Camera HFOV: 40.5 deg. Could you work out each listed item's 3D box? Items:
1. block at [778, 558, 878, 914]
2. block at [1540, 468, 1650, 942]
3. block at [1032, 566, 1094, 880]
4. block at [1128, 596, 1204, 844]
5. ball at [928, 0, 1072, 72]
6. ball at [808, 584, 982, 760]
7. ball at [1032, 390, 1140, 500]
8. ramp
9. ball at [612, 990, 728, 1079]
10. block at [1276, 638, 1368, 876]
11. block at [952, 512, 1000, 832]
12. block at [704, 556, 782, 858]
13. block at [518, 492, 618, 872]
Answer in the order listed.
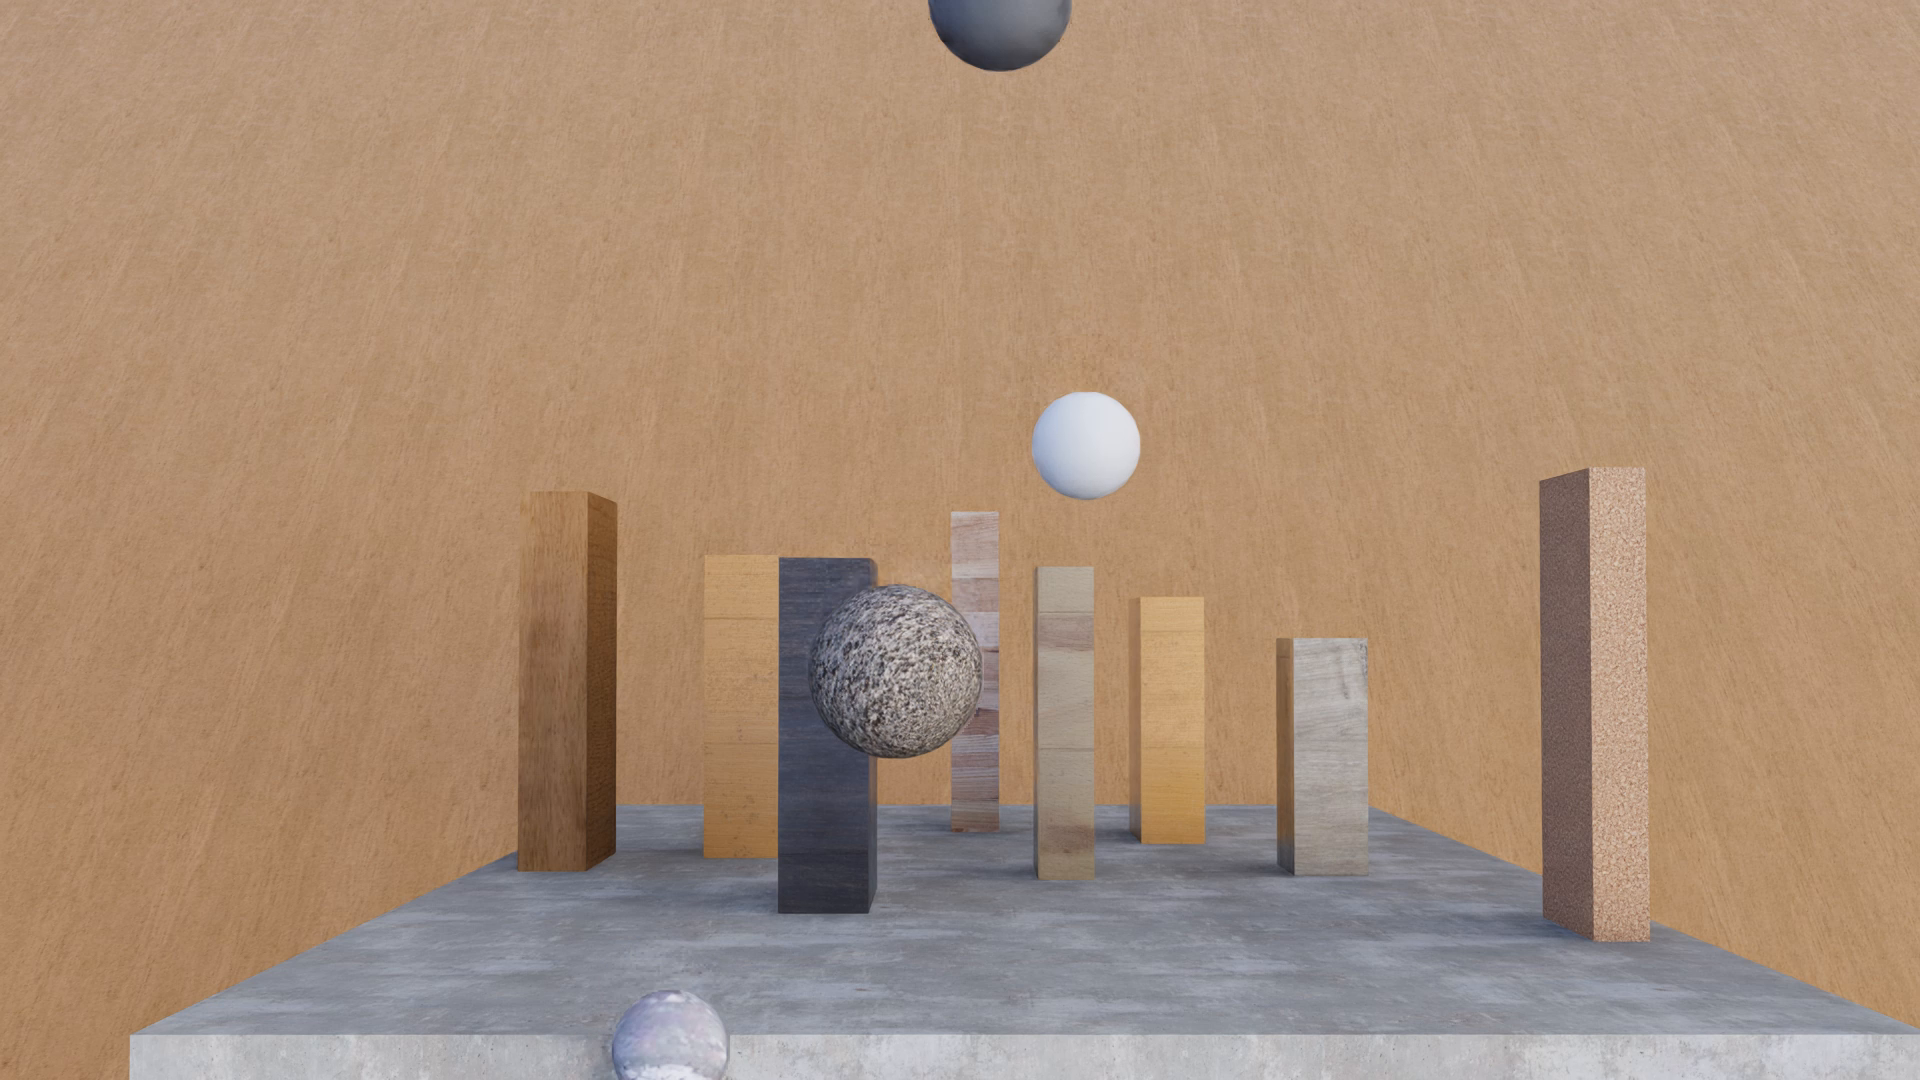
[{"bbox_3d":[-0.218,0.321,4.376,0.145,0.570,0.425,0,-2,0],"label":"block"},{"bbox_3d":[0.960,0.244,3.949,0.082,0.689,0.330,0,-2,0],"label":"block"},{"bbox_3d":[0.193,0.340,4.901,0.102,0.571,0.319,0,-2,0],"label":"block"},{"bbox_3d":[0.457,0.394,5.782,0.136,0.529,0.398,0,-2,0],"label":"block"},{"bbox_3d":[0.042,-0.558,2.675,0.149,0.149,0.149,0,36,0],"label":"ball"},{"bbox_3d":[-0.077,0.157,3.113,0.209,0.209,0.209,0,36,0],"label":"ball"},{"bbox_3d":[0.135,-0.101,2.787,0.117,0.117,0.117,0,36,0],"label":"ball"},{"bbox_3d":[0.079,0.675,4.880,2.000,0.100,4.000,0,-2,0],"label":"ramp"},{"bbox_3d":[-0.314,0.551,2.820,0.126,0.126,0.126,0,36,0],"label":"ball"},{"bbox_3d":[0.688,0.407,4.951,0.137,0.440,0.267,0,-2,0],"label":"block"},{"bbox_3d":[0.034,0.306,6.080,0.109,0.729,0.323,0,-2,0],"label":"block"},{"bbox_3d":[-0.440,0.341,5.408,0.149,0.608,0.368,0,-2,0],"label":"block"},{"bbox_3d":[-0.771,0.275,5.137,0.129,0.719,0.428,0,-2,0],"label":"block"}]
